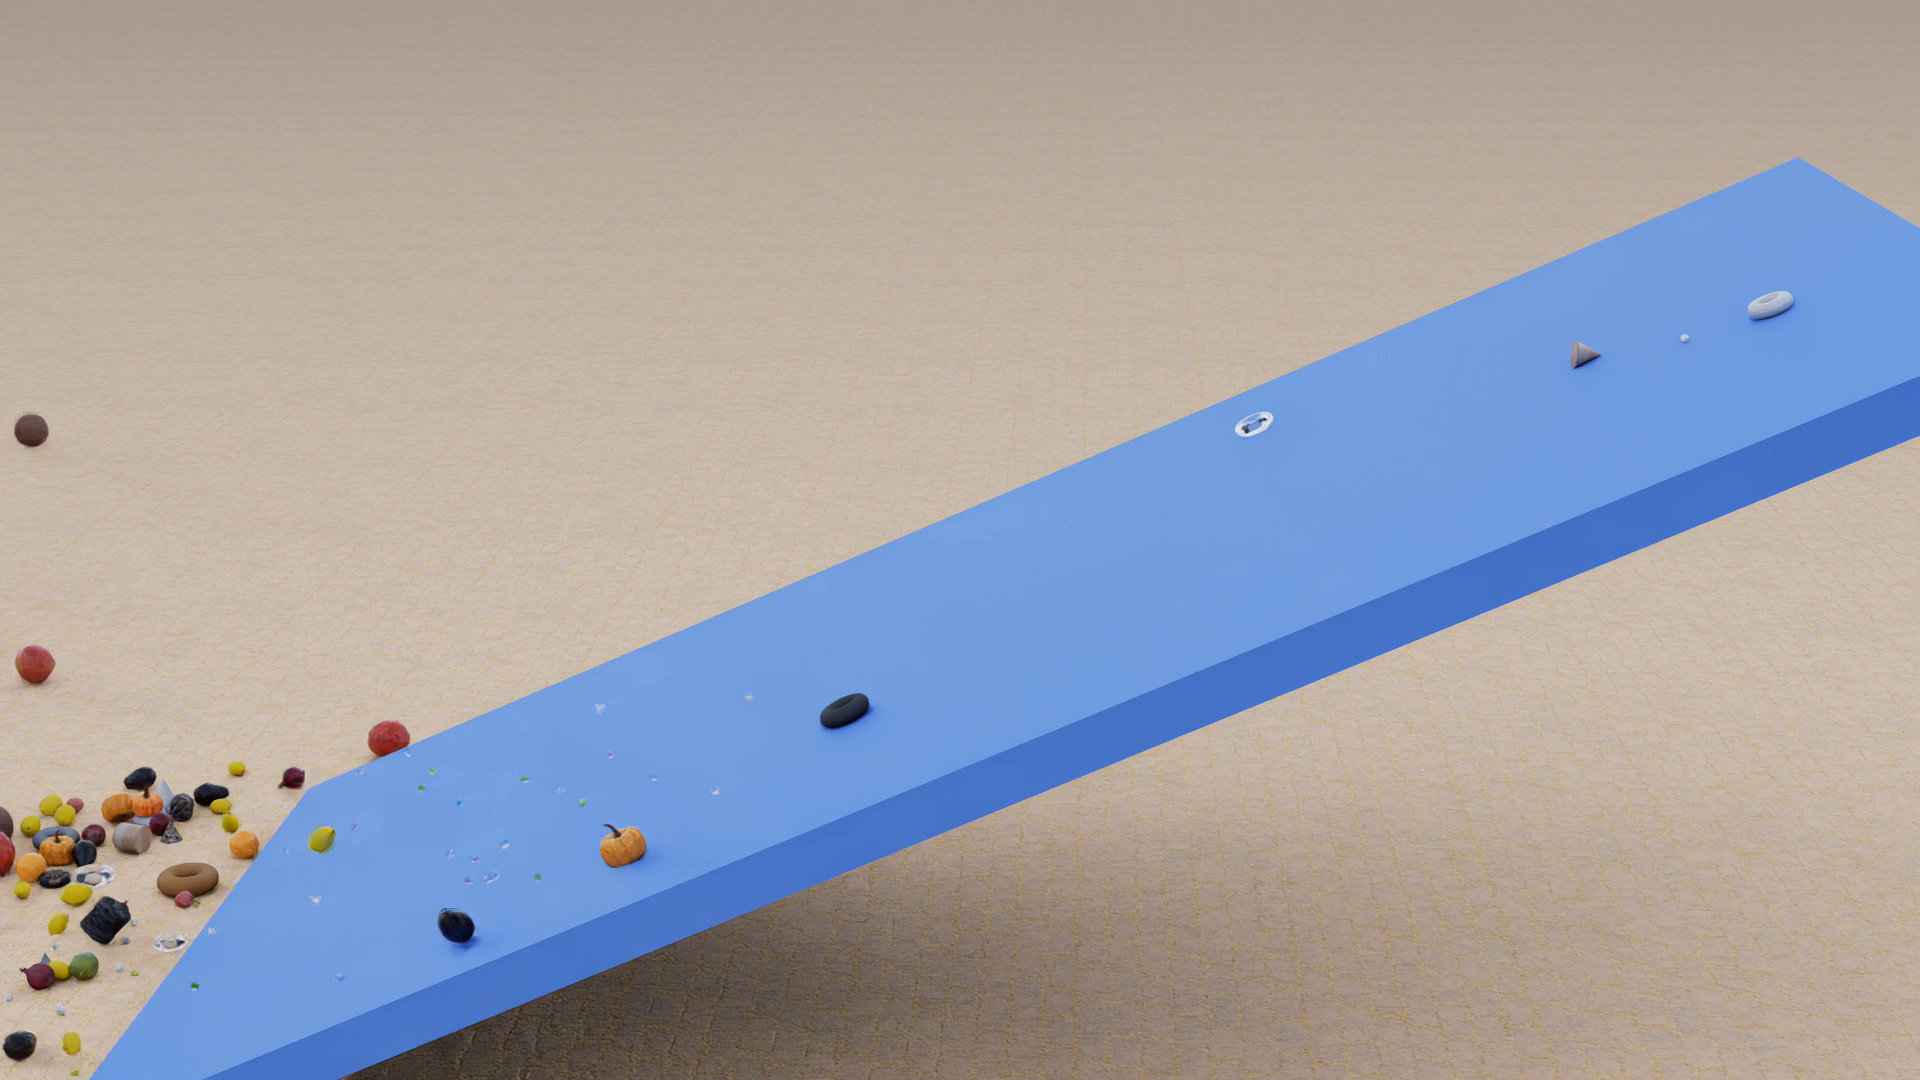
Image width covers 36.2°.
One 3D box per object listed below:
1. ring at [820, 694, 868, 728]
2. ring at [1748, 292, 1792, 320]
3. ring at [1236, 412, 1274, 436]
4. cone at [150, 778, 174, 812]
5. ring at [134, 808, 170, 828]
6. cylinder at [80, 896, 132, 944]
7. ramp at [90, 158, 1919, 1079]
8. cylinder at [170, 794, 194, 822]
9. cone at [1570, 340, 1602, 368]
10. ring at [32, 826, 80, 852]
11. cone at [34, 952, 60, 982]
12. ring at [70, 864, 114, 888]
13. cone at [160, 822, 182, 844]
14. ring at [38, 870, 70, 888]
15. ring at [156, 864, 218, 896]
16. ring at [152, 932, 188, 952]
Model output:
[{"bbox_3d":[-0.234,0.345,5.952,0.108,0.036,0.108,-25,12,5],"label":"ring"},{"bbox_3d":[1.601,-0.464,5.810,0.091,0.030,0.091,-23,14,6],"label":"ring"},{"bbox_3d":[0.673,-0.264,6.729,0.093,0.031,0.093,-23,14,6],"label":"ring"},{"bbox_3d":[-2.063,0.658,7.623,0.090,0.090,0.090,0,15,0],"label":"cone"},{"bbox_3d":[-2.070,0.712,7.536,0.094,0.031,0.094,-1,16,0],"label":"ring"},{"bbox_3d":[-1.964,0.874,6.761,0.080,0.080,0.080,42,1,-1],"label":"cylinder"},{"bbox_3d":[0.132,0.170,6.284,4.000,0.100,2.000,-23,13,8],"label":"ramp"},{"bbox_3d":[-2.003,0.689,7.571,0.057,0.057,0.057,-3,15,-11],"label":"cylinder"},{"bbox_3d":[1.294,-0.382,6.061,0.058,0.058,0.058,2,15,-3],"label":"cone"},{"bbox_3d":[-2.268,0.751,7.379,0.115,0.038,0.115,1,14,0],"label":"ring"},{"bbox_3d":[-2.050,0.951,6.596,0.058,0.058,0.058,0,15,0],"label":"cone"},{"bbox_3d":[-2.107,0.816,7.145,0.105,0.035,0.105,-1,14,0],"label":"ring"},{"bbox_3d":[-1.991,0.731,7.419,0.054,0.054,0.054,0,15,0],"label":"cone"},{"bbox_3d":[-2.196,0.823,7.136,0.079,0.026,0.079,1,16,0],"label":"ring"},{"bbox_3d":[-1.864,0.821,7.101,0.146,0.049,0.146,-1,15,0],"label":"ring"},{"bbox_3d":[-1.815,0.923,6.762,0.080,0.027,0.080,-1,14,0],"label":"ring"}]
